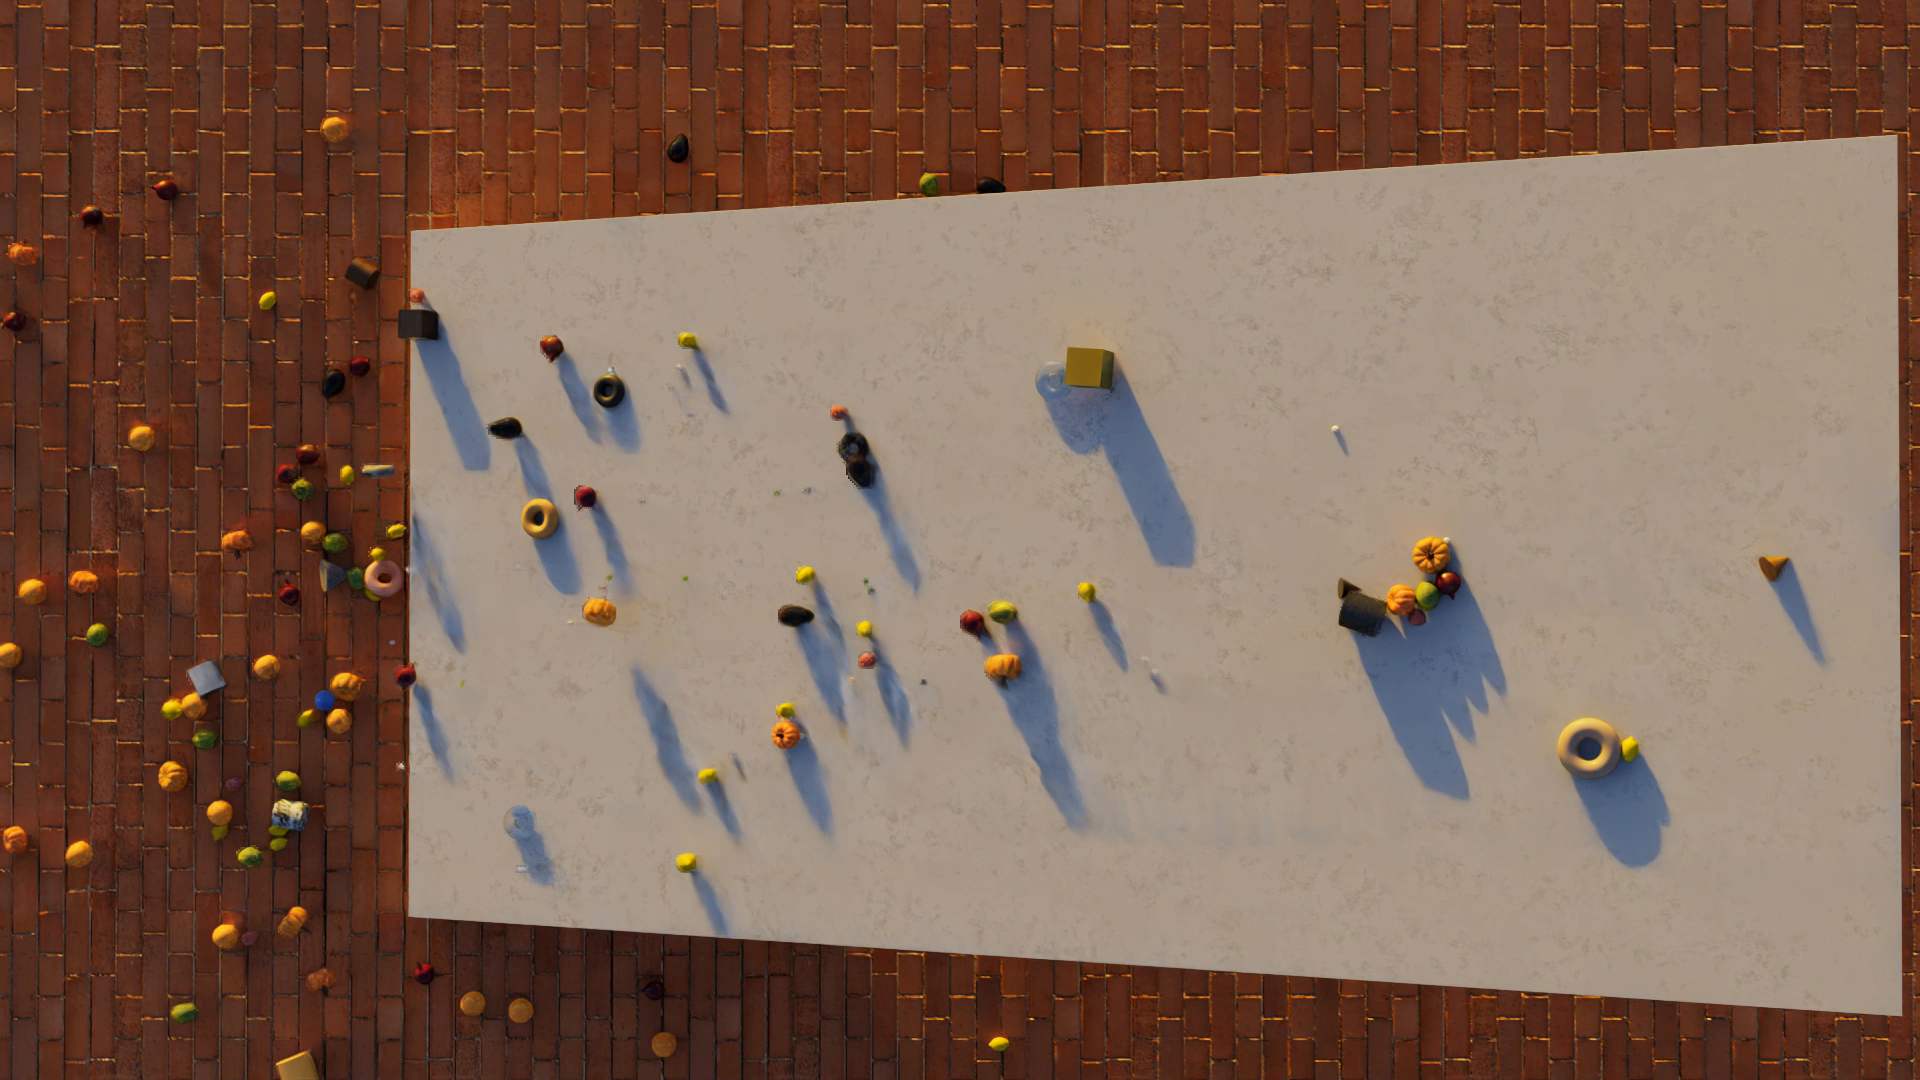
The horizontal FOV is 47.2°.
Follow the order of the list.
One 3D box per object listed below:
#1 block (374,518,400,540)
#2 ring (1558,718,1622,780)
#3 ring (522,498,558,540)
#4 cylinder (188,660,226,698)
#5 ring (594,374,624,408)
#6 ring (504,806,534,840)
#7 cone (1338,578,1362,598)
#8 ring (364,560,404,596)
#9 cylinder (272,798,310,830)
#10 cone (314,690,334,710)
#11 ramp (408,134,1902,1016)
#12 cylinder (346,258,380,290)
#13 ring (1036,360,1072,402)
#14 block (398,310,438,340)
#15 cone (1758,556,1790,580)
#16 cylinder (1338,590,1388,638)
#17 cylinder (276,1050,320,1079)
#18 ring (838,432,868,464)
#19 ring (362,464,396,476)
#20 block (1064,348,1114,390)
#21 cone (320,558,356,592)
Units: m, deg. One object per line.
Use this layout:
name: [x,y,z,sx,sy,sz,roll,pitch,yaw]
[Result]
block: [-1.689,-0.031,6.481,0.058,0.058,0.058,7,89,0]
ring: [1.490,0.494,5.204,0.148,0.049,0.148,0,90,20]
ring: [-1.192,-0.060,6.239,0.116,0.039,0.116,0,90,22]
cylinder: [-2.211,0.407,6.460,0.085,0.085,0.085,-25,87,0]
ring: [-0.985,-0.418,6.168,0.094,0.031,0.094,0,90,20]
ring: [-1.254,0.804,6.255,0.097,0.032,0.097,0,90,20]
cone: [0.964,0.120,5.422,0.053,0.053,0.053,2,89,-6]
ring: [-1.694,0.111,6.473,0.116,0.039,0.116,7,66,-16]
cylinder: [-1.965,0.805,6.457,0.083,0.083,0.083,11,89,0]
cone: [-1.879,0.475,6.473,0.060,0.060,0.060,0,89,0]
ramp: [0.282,0.088,5.749,4.000,0.100,2.000,0,89,21]
cylinder: [-1.762,-0.783,6.484,0.071,0.071,0.071,31,89,0]
ring: [0.245,-0.412,5.697,0.106,0.035,0.106,1,93,23]
block: [-1.569,-0.622,6.367,0.081,0.081,0.081,1,90,21]
cone: [1.888,0.052,5.069,0.062,0.062,0.062,-27,89,-9]
cylinder: [0.985,0.180,5.377,0.091,0.091,0.091,19,89,20]
cylinder: [-1.935,1.561,6.439,0.099,0.099,0.099,-21,89,0]
ring: [-0.286,-0.246,5.901,0.086,0.029,0.086,0,90,18]
ring: [-1.685,-0.202,6.378,0.092,0.092,0.031,1,97,0]
block: [0.332,-0.439,5.632,0.096,0.096,0.096,5,91,21]
cone: [-1.829,0.098,6.486,0.099,0.099,0.099,-7,89,-27]
